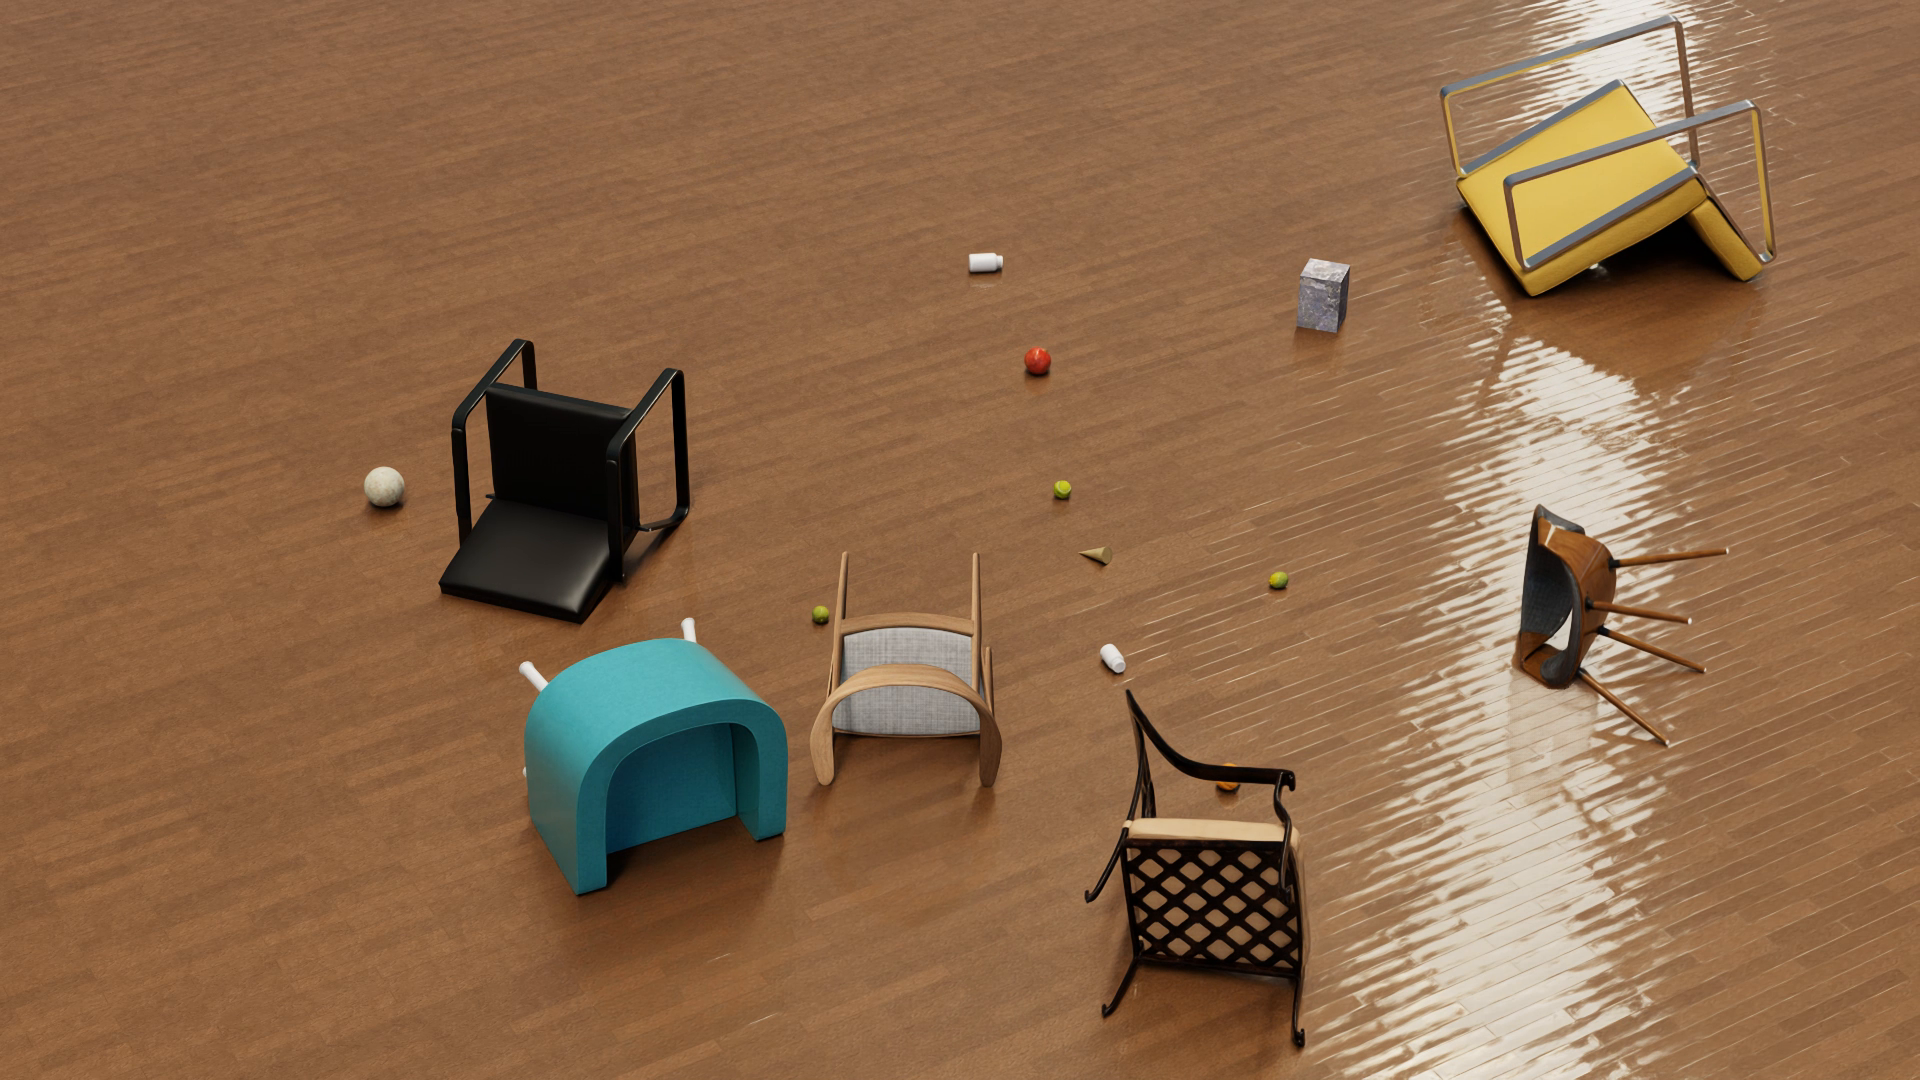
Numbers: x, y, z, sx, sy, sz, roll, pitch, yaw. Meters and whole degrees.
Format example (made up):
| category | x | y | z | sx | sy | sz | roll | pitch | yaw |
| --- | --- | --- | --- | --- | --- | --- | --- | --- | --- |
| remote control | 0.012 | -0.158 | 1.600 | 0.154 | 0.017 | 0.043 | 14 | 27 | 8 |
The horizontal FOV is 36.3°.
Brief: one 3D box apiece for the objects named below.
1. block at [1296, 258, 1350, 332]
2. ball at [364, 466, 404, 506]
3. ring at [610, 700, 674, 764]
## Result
| category | x | y | z | sx | sy | sz | roll | pitch | yaw |
| --- | --- | --- | --- | --- | --- | --- | --- | --- | --- |
| block | 1.522 | -1.023 | 12.280 | 0.173 | 0.239 | 0.161 | 11 | 35 | 17 |
| ball | -2.181 | -0.202 | 11.112 | 0.153 | 0.153 | 0.153 | 0 | 33 | 0 |
| ring | -1.065 | 0.639 | 9.803 | 0.161 | 0.198 | 0.221 | -20 | 55 | -36 |
